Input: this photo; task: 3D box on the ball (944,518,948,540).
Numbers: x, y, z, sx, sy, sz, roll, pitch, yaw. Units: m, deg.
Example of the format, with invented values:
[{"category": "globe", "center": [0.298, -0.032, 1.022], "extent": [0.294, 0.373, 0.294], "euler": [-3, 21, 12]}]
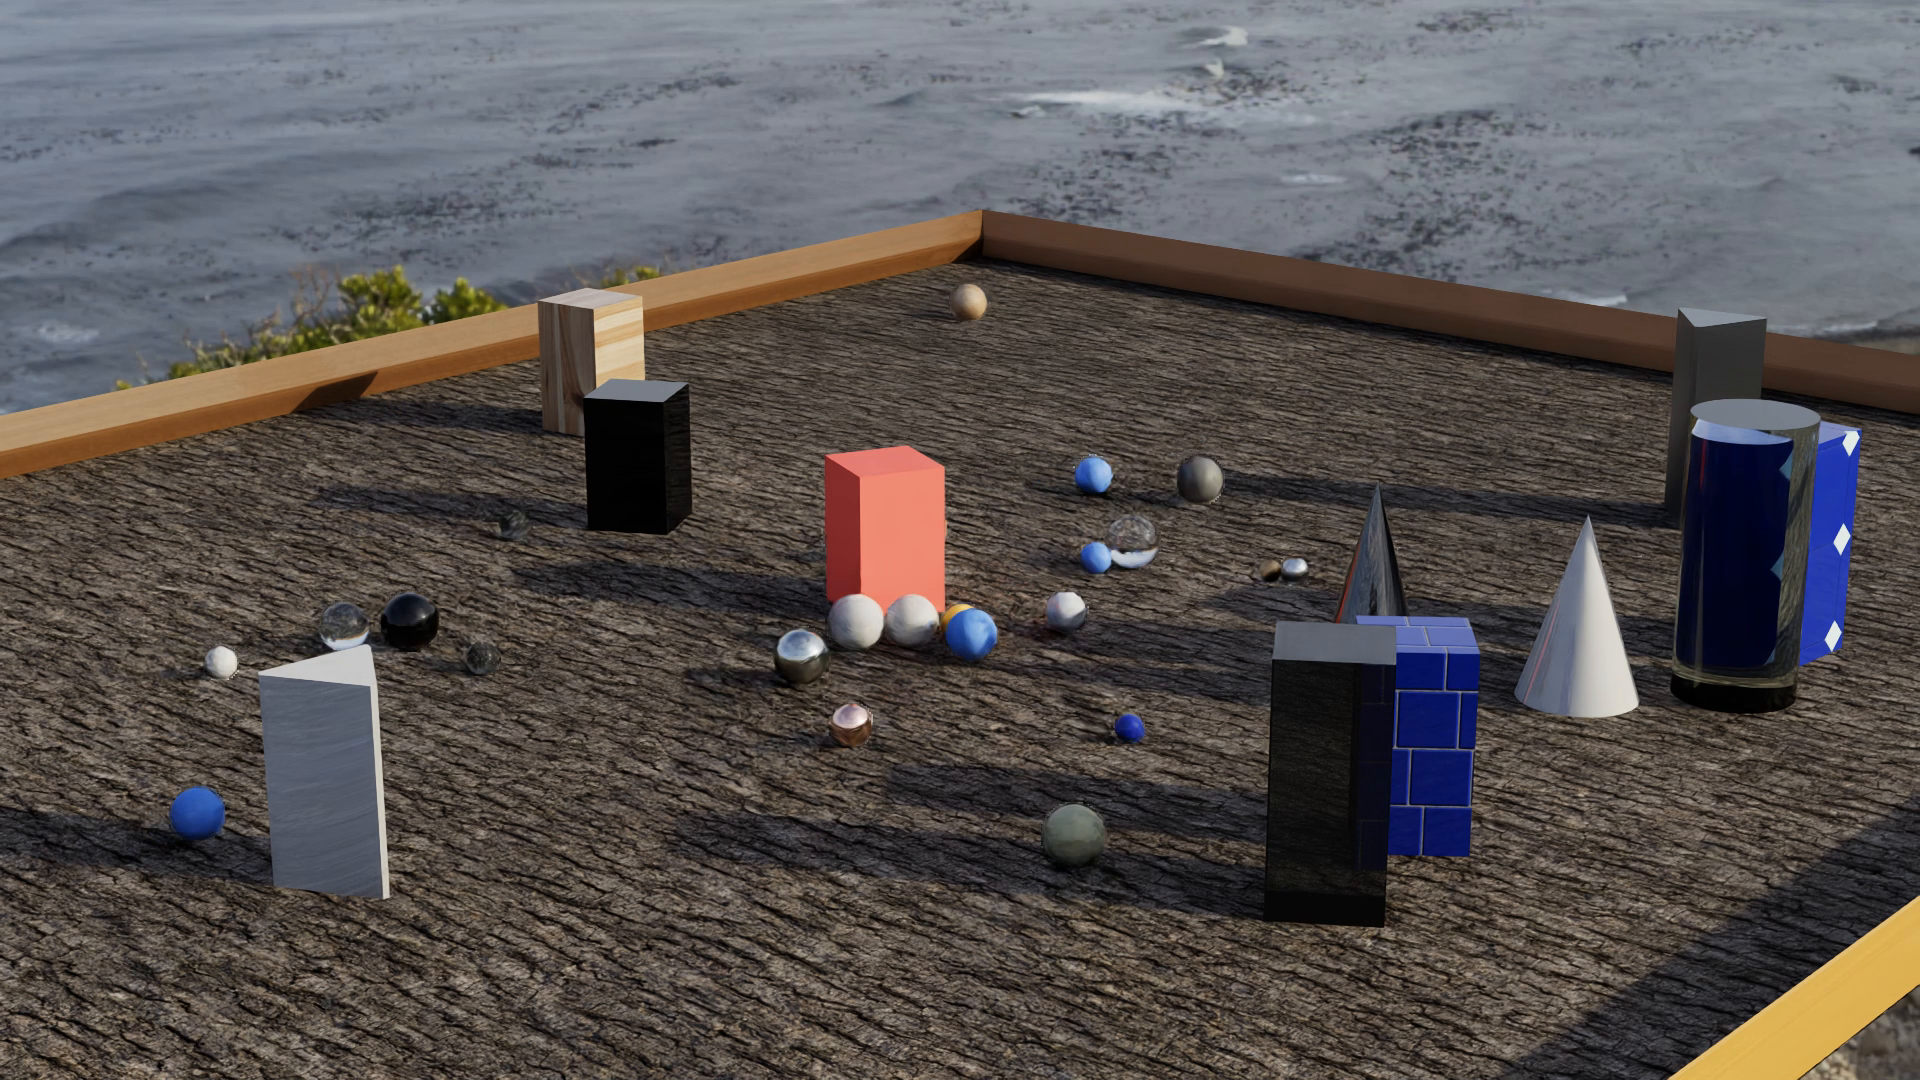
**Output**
[{"category": "ball", "center": [-0.069, -0.021, 5.357], "extent": [0.092, 0.092, 0.092], "euler": [0, 17, 0]}]

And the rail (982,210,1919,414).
[{"category": "rail", "center": [1.505, -0.469, 6.780], "extent": [3.869, 0.126, 0.045], "euler": [14, 22, 39]}]

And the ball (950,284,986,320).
[{"category": "ball", "center": [0.022, -0.586, 7.236], "extent": [0.089, 0.089, 0.089], "euler": [0, 17, 0]}]

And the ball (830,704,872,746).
[{"category": "ball", "center": [-0.164, 0.279, 4.414], "extent": [0.063, 0.063, 0.063], "euler": [0, 17, 0]}]

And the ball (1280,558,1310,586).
[{"category": "ball", "center": [0.591, 0.055, 5.178], "extent": [0.050, 0.050, 0.050], "euler": [0, 17, 0]}]

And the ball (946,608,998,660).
[{"category": "ball", "center": [0.019, 0.155, 4.788], "extent": [0.085, 0.085, 0.085], "euler": [0, 17, 0]}]

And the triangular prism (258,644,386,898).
[{"category": "triangular prism", "center": [-0.818, 0.304, 3.921], "extent": [0.168, 0.299, 0.146], "euler": [5, 17, 16]}]

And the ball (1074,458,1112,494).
[{"category": "ball", "center": [0.261, -0.126, 5.736], "extent": [0.073, 0.073, 0.073], "euler": [0, 17, 0]}]

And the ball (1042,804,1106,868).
[{"category": "ball", "center": [0.155, 0.401, 3.971], "extent": [0.086, 0.086, 0.086], "euler": [0, 17, 0]}]

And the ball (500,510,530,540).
[{"category": "ball", "center": [-0.826, -0.028, 5.443], "extent": [0.056, 0.056, 0.056], "euler": [0, 17, 0]}]

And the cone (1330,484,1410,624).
[{"category": "cone", "center": [0.643, 0.079, 4.563], "extent": [0.194, 0.358, 0.194], "euler": [0, 17, 0]}]

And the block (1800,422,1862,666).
[{"category": "block", "center": [1.350, -0.001, 4.802], "extent": [0.155, 0.374, 0.155], "euler": [-16, 23, -42]}]

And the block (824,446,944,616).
[{"category": "block", "center": [-0.129, -0.011, 5.036], "extent": [0.155, 0.258, 0.155], "euler": [-8, 18, -24]}]

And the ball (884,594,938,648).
[{"category": "ball", "center": [-0.080, 0.134, 4.848], "extent": [0.090, 0.090, 0.090], "euler": [0, 17, 0]}]

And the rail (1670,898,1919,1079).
[{"category": "rail", "center": [1.443, 0.393, 3.921], "extent": [0.045, 0.126, 4.639], "euler": [14, 22, 39]}]

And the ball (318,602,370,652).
[{"category": "ball", "center": [-1.015, 0.143, 4.832], "extent": [0.081, 0.081, 0.081], "euler": [0, 17, 0]}]

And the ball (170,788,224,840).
[{"category": "ball", "center": [-1.057, 0.380, 4.062], "extent": [0.073, 0.073, 0.073], "euler": [0, 17, 0]}]

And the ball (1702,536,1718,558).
[{"category": "ball", "center": [1.371, 0.013, 5.330], "extent": [0.042, 0.042, 0.042], "euler": [0, 17, 0]}]

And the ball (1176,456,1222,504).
[{"category": "ball", "center": [0.464, -0.116, 5.676], "extent": [0.090, 0.090, 0.090], "euler": [0, 17, 0]}]

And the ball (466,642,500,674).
[{"category": "ball", "center": [-0.769, 0.190, 4.722], "extent": [0.054, 0.054, 0.054], "euler": [0, 17, 0]}]

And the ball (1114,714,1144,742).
[{"category": "ball", "center": [0.255, 0.284, 4.430], "extent": [0.043, 0.043, 0.043], "euler": [0, 17, 0]}]

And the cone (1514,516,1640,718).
[{"category": "cone", "center": [0.974, 0.103, 4.586], "extent": [0.194, 0.300, 0.194], "euler": [0, 17, 0]}]

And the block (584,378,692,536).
[{"category": "block", "center": [-0.606, -0.158, 5.527], "extent": [0.155, 0.256, 0.155], "euler": [4, 17, 12]}]

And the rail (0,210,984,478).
[{"category": "rail", "center": [-1.443, -0.330, 6.319], "extent": [0.045, 0.126, 4.639], "euler": [14, 22, 39]}]

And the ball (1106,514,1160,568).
[{"category": "ball", "center": [0.309, 0.003, 5.269], "extent": [0.097, 0.097, 0.097], "euler": [0, 17, 0]}]

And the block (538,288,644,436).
[{"category": "block", "center": [-0.778, -0.375, 6.206], "extent": [0.155, 0.279, 0.155], "euler": [11, 20, 33]}]

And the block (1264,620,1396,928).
[{"category": "block", "center": [0.482, 0.303, 3.818], "extent": [0.155, 0.360, 0.155], "euler": [2, 17, 8]}]

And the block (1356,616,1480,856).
[{"category": "block", "center": [0.624, 0.269, 4.047], "extent": [0.155, 0.293, 0.155], "euler": [1, 17, 4]}]

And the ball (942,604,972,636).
[{"category": "ball", "center": [0.003, 0.140, 4.866], "extent": [0.068, 0.068, 0.068], "euler": [0, 17, 0]}]

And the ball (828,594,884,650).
[{"category": "ball", "center": [-0.171, 0.135, 4.834], "extent": [0.095, 0.095, 0.095], "euler": [0, 17, 0]}]

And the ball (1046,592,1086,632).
[{"category": "ball", "center": [0.178, 0.120, 4.930], "extent": [0.068, 0.068, 0.068], "euler": [0, 17, 0]}]

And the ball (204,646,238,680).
[{"category": "ball", "center": [-1.186, 0.197, 4.703], "extent": [0.052, 0.052, 0.052], "euler": [0, 17, 0]}]

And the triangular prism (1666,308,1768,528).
[{"category": "triangular prism", "center": [1.398, -0.235, 5.551], "extent": [0.168, 0.390, 0.146], "euler": [-9, 19, -26]}]

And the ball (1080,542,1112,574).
[{"category": "ball", "center": [0.243, 0.032, 5.242], "extent": [0.057, 0.057, 0.057], "euler": [0, 17, 0]}]

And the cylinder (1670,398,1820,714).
[{"category": "cylinder", "center": [1.224, 0.024, 4.579], "extent": [0.194, 0.455, 0.194], "euler": [0, 17, 0]}]

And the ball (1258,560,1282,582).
[{"category": "ball", "center": [0.550, 0.055, 5.196], "extent": [0.040, 0.040, 0.040], "euler": [0, 17, 0]}]

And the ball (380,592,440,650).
[{"category": "ball", "center": [-0.907, 0.134, 4.833], "extent": [0.097, 0.097, 0.097], "euler": [0, 17, 0]}]

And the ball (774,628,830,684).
[{"category": "ball", "center": [-0.253, 0.186, 4.675], "extent": [0.090, 0.090, 0.090], "euler": [0, 17, 0]}]
